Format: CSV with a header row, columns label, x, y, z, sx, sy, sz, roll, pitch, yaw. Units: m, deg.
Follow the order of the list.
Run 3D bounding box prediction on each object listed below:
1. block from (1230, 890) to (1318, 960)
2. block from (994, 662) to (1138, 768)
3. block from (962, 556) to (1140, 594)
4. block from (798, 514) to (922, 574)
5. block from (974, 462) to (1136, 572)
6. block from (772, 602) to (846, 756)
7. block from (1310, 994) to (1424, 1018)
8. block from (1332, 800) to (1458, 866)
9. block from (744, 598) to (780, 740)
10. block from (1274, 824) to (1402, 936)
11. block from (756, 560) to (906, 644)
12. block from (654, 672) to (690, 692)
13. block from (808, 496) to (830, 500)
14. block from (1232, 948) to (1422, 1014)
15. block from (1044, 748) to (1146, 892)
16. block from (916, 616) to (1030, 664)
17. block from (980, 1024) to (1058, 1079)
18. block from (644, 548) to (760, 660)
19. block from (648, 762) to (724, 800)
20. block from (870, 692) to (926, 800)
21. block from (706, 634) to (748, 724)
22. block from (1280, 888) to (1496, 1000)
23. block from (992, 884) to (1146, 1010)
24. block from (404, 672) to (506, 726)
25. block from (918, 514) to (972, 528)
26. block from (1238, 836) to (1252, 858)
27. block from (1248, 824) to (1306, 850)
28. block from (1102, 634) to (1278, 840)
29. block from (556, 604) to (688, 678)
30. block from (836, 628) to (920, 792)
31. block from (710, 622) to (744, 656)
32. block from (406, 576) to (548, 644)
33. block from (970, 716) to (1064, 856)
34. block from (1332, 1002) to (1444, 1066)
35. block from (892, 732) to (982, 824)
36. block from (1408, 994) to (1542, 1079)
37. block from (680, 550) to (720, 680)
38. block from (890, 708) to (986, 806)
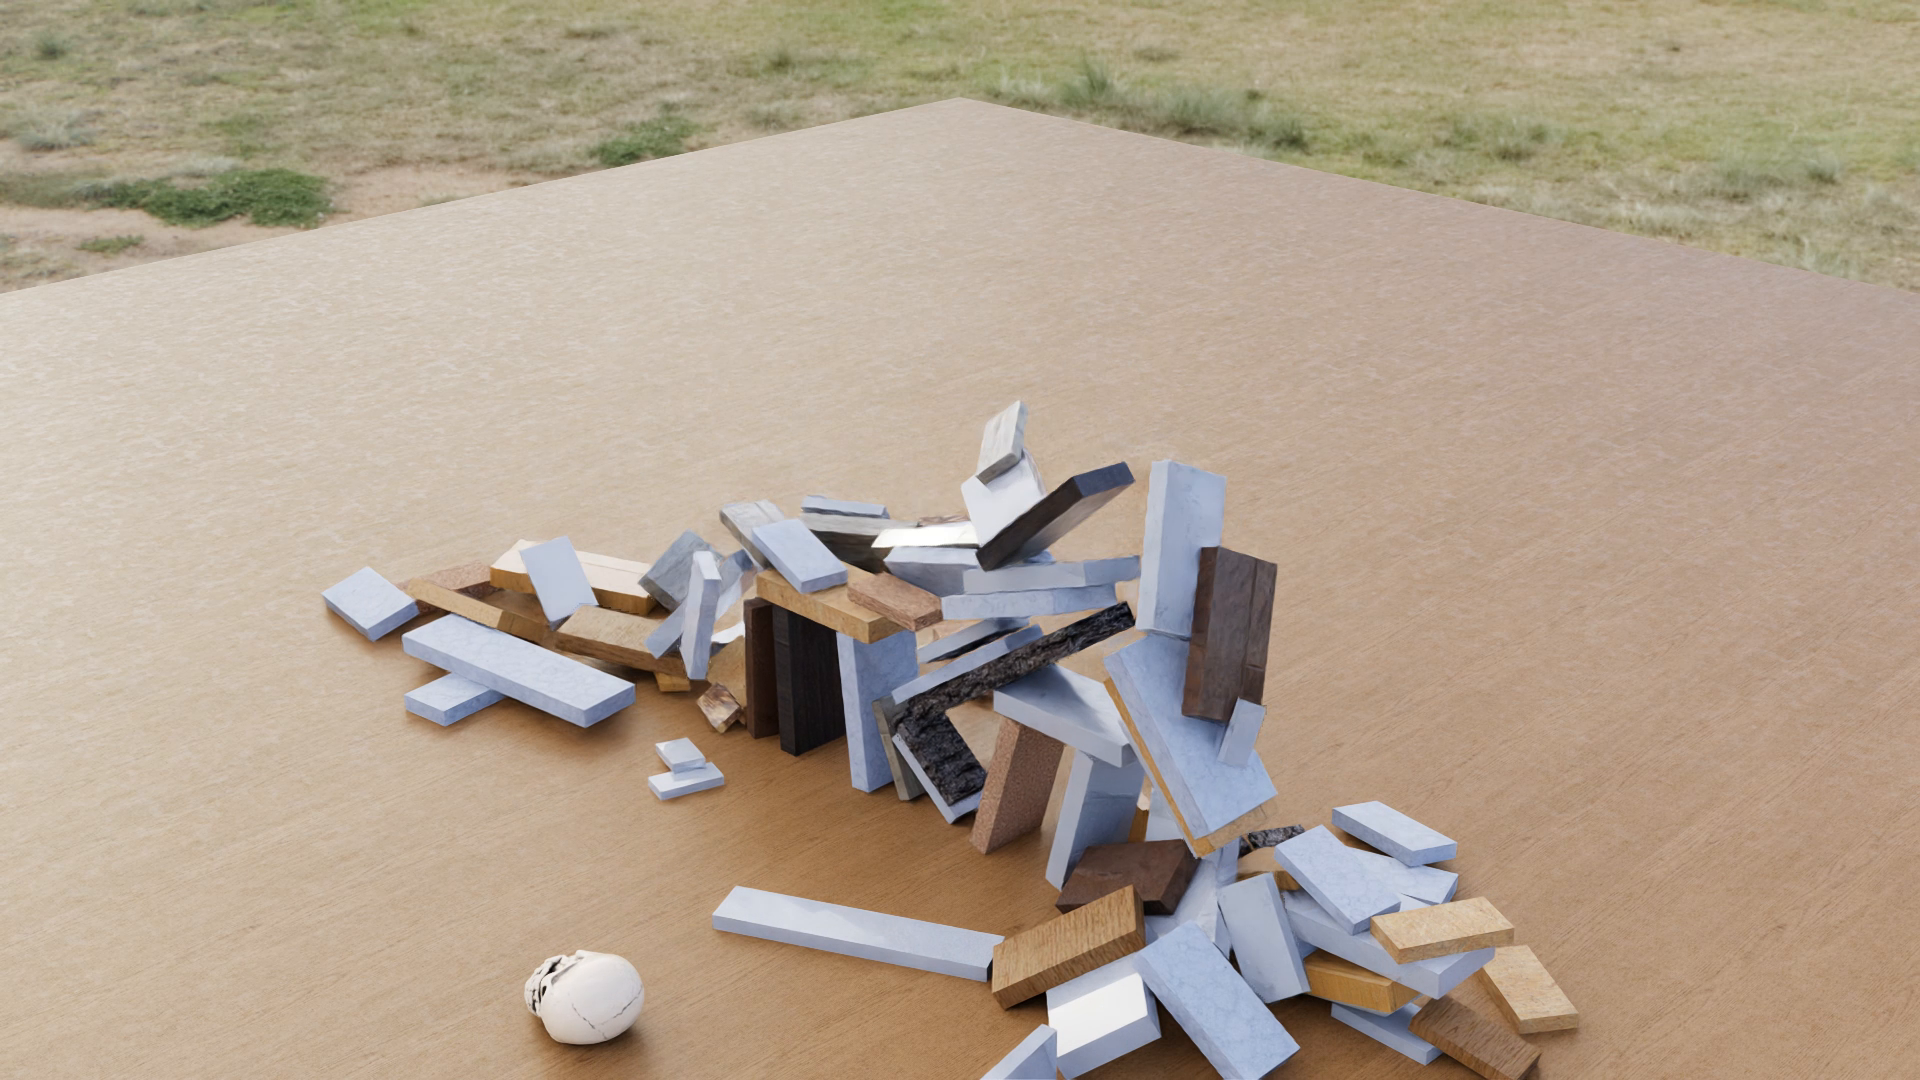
label,x,y,z,sx,sy,sz,roll,pitch,yaw
block,0.519,0.681,3.981,0.172,0.049,0.345,-21,16,-41
block,0.235,0.324,4.106,0.162,0.046,0.324,-21,30,-40
block,0.170,0.066,4.123,0.155,0.044,0.310,-6,1,-45
block,-0.195,0.016,4.731,0.305,0.153,0.043,5,55,32
block,0.173,-0.041,4.037,0.149,0.042,0.299,-17,-16,-45
block,-0.310,0.271,4.681,0.172,0.344,0.049,-21,29,-41
block,0.694,0.774,3.813,0.098,0.028,0.196,-19,14,-35
block,0.851,0.575,4.317,0.116,0.033,0.232,-4,17,-31
block,-0.379,0.265,4.729,0.158,0.316,0.045,-11,28,-24
block,0.648,0.584,3.786,0.105,0.030,0.211,-19,43,-26
block,-0.243,0.116,4.538,0.344,0.049,0.172,21,31,41
block,-0.657,0.303,4.987,0.066,0.019,0.132,-1,25,-18
block,-0.318,0.015,4.931,0.031,0.219,0.109,3,-4,11
block,0.662,0.736,3.836,0.172,0.049,0.345,-20,15,-39
block,0.264,0.504,4.156,0.162,0.324,0.046,-18,43,-37
block,0.025,0.190,4.259,0.206,0.029,0.103,-25,-12,37
block,0.087,0.881,3.547,0.030,0.106,0.212,15,27,32
block,-0.543,0.124,4.897,0.050,0.356,0.178,52,35,6
block,-0.567,0.499,4.558,0.141,0.020,0.071,-12,26,-26
block,-0.105,0.415,4.517,0.106,0.212,0.030,-22,8,-41
block,-0.486,0.308,4.906,0.124,0.035,0.248,-41,32,-5
block,0.720,0.666,3.766,0.345,0.049,0.172,19,29,41
block,0.190,0.712,3.852,0.281,0.040,0.140,-26,21,13
block,-1.096,0.333,4.927,0.132,0.037,0.264,17,28,34
block,-0.038,-0.005,4.774,0.027,0.095,0.191,33,-19,-31
block,0.414,0.611,4.180,0.259,0.037,0.130,-15,14,-6
block,0.632,0.591,4.347,0.113,0.016,0.057,-7,24,-15
block,0.406,0.329,3.879,0.176,0.353,0.050,-23,-7,-37
block,-0.748,0.232,5.043,0.316,0.045,0.158,12,24,10
block,-0.159,0.329,4.541,0.049,0.344,0.172,13,26,43
block,-0.428,0.247,5.072,0.307,0.043,0.153,11,26,43
block,-1.146,0.165,5.210,0.316,0.045,0.158,16,-6,34
block,0.122,0.452,4.281,0.162,0.324,0.046,-21,47,-41
block,0.747,0.827,3.775,0.098,0.028,0.196,-21,30,-40
block,-0.036,0.465,4.465,0.106,0.030,0.212,-22,70,-41
block,0.864,0.841,3.692,0.196,0.028,0.098,29,36,30
block,-0.549,0.160,4.648,0.035,0.245,0.122,2,27,-19
block,-0.038,0.427,4.450,0.106,0.030,0.212,-22,70,-41
